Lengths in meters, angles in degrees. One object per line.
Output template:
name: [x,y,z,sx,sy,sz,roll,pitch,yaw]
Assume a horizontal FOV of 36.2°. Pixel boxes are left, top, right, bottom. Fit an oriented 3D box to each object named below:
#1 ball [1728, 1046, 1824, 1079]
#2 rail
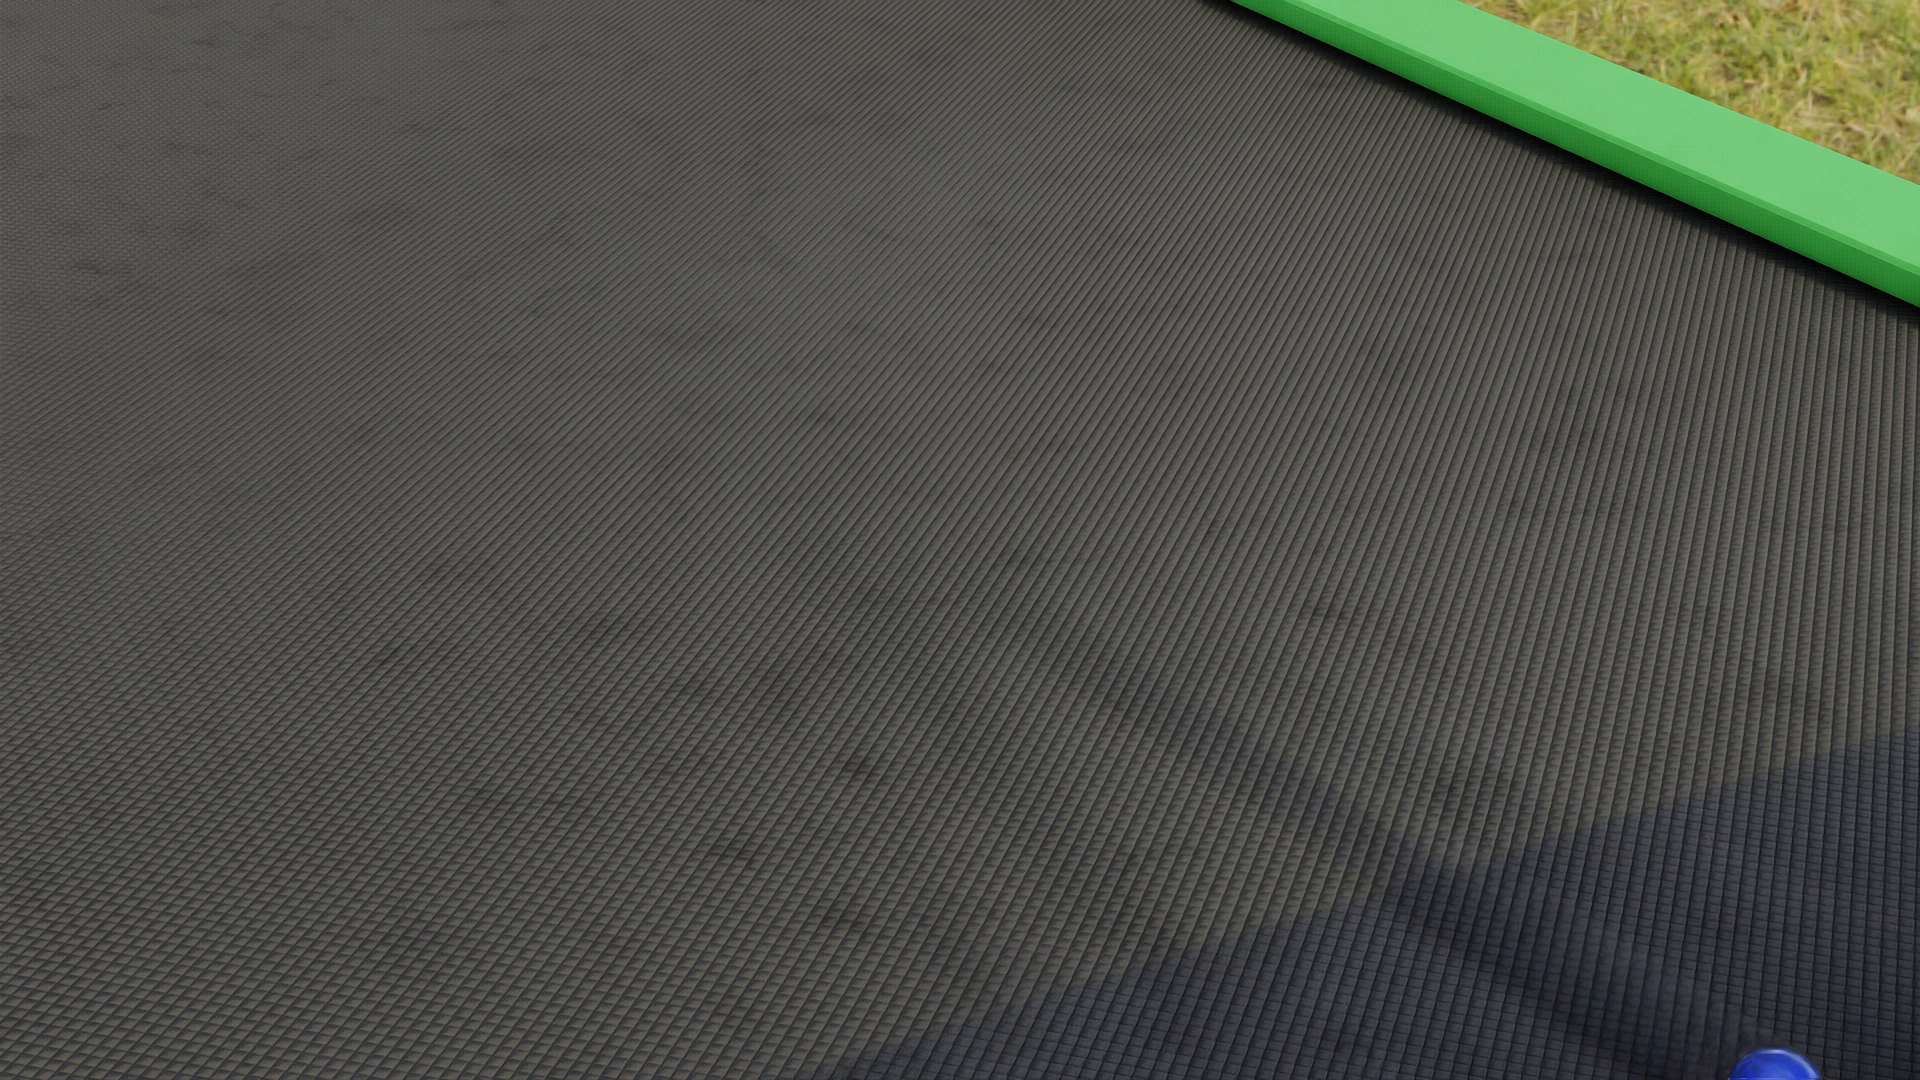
ball: [0.410,0.280,1.479,0.049,0.049,0.049,0,26,0]
rail: [0.421,-0.556,3.131,0.045,0.102,3.529,-13,29,-25]
